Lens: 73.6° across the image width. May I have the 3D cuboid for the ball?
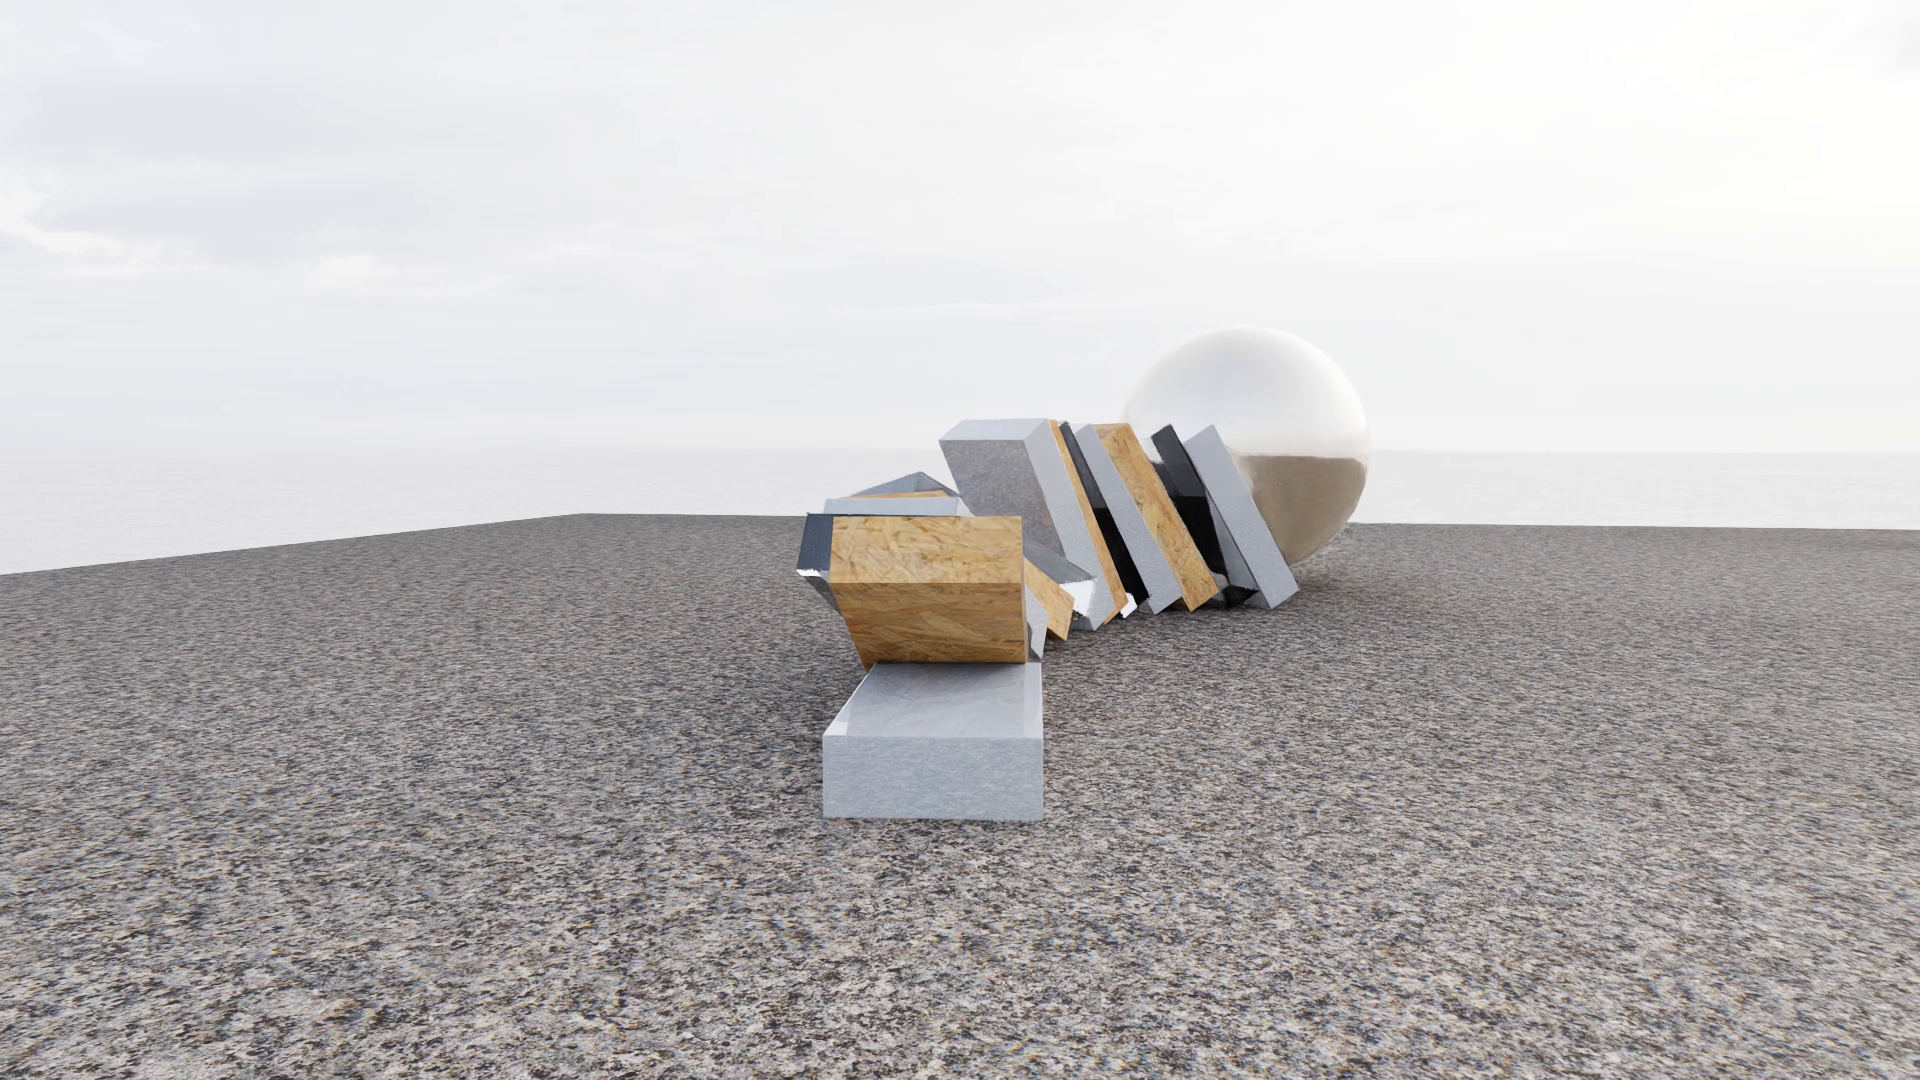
[{"bbox_3d":[0.089,-0.028,0.409,0.080,0.080,0.080,0,4,0],"label":"ball"}]

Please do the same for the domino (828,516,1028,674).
[{"bbox_3d":[-0.003,0.012,0.191,0.025,0.010,0.050,0,-24,4],"label":"domino"}]

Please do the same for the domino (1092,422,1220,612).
[{"bbox_3d":[0.046,-0.006,0.332,0.010,0.050,0.025,-33,13,-13],"label":"domino"}]

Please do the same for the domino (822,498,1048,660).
[{"bbox_3d":[-0.004,0.008,0.236,0.025,0.010,0.050,0,-26,23],"label":"domino"}]

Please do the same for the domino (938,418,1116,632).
[{"bbox_3d":[0.016,-0.003,0.291,0.025,0.050,0.009,4,36,43],"label":"domino"}]

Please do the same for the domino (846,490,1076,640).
[{"bbox_3d":[-0.001,0.006,0.256,0.025,0.010,0.050,-2,-26,36],"label":"domino"}]

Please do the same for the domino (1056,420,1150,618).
[{"bbox_3d":[0.026,-0.005,0.317,0.009,0.050,0.025,-36,21,-24],"label":"domino"}]

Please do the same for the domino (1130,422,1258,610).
[{"bbox_3d":[0.057,-0.006,0.335,0.009,0.050,0.025,-33,13,-13],"label":"domino"}]

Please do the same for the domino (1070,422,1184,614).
[{"bbox_3d":[0.036,-0.006,0.327,0.010,0.050,0.025,-33,13,-13],"label":"domino"}]

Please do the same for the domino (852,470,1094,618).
[{"bbox_3d":[0.002,0.003,0.275,0.050,0.010,0.025,30,-27,-30],"label":"domino"}]

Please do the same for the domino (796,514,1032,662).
[{"bbox_3d":[-0.006,0.011,0.216,0.025,0.010,0.050,1,-23,17],"label":"domino"}]

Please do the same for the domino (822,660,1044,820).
[{"bbox_3d":[-0.002,0.025,0.170,0.025,0.010,0.050,0,4,3],"label":"domino"}]

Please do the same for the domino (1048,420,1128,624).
[{"bbox_3d":[0.020,-0.004,0.304,0.009,0.050,0.025,-39,27,-31],"label":"domino"}]

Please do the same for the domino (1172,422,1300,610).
[{"bbox_3d":[0.068,-0.007,0.337,0.009,0.050,0.025,-33,13,-13],"label":"domino"}]
